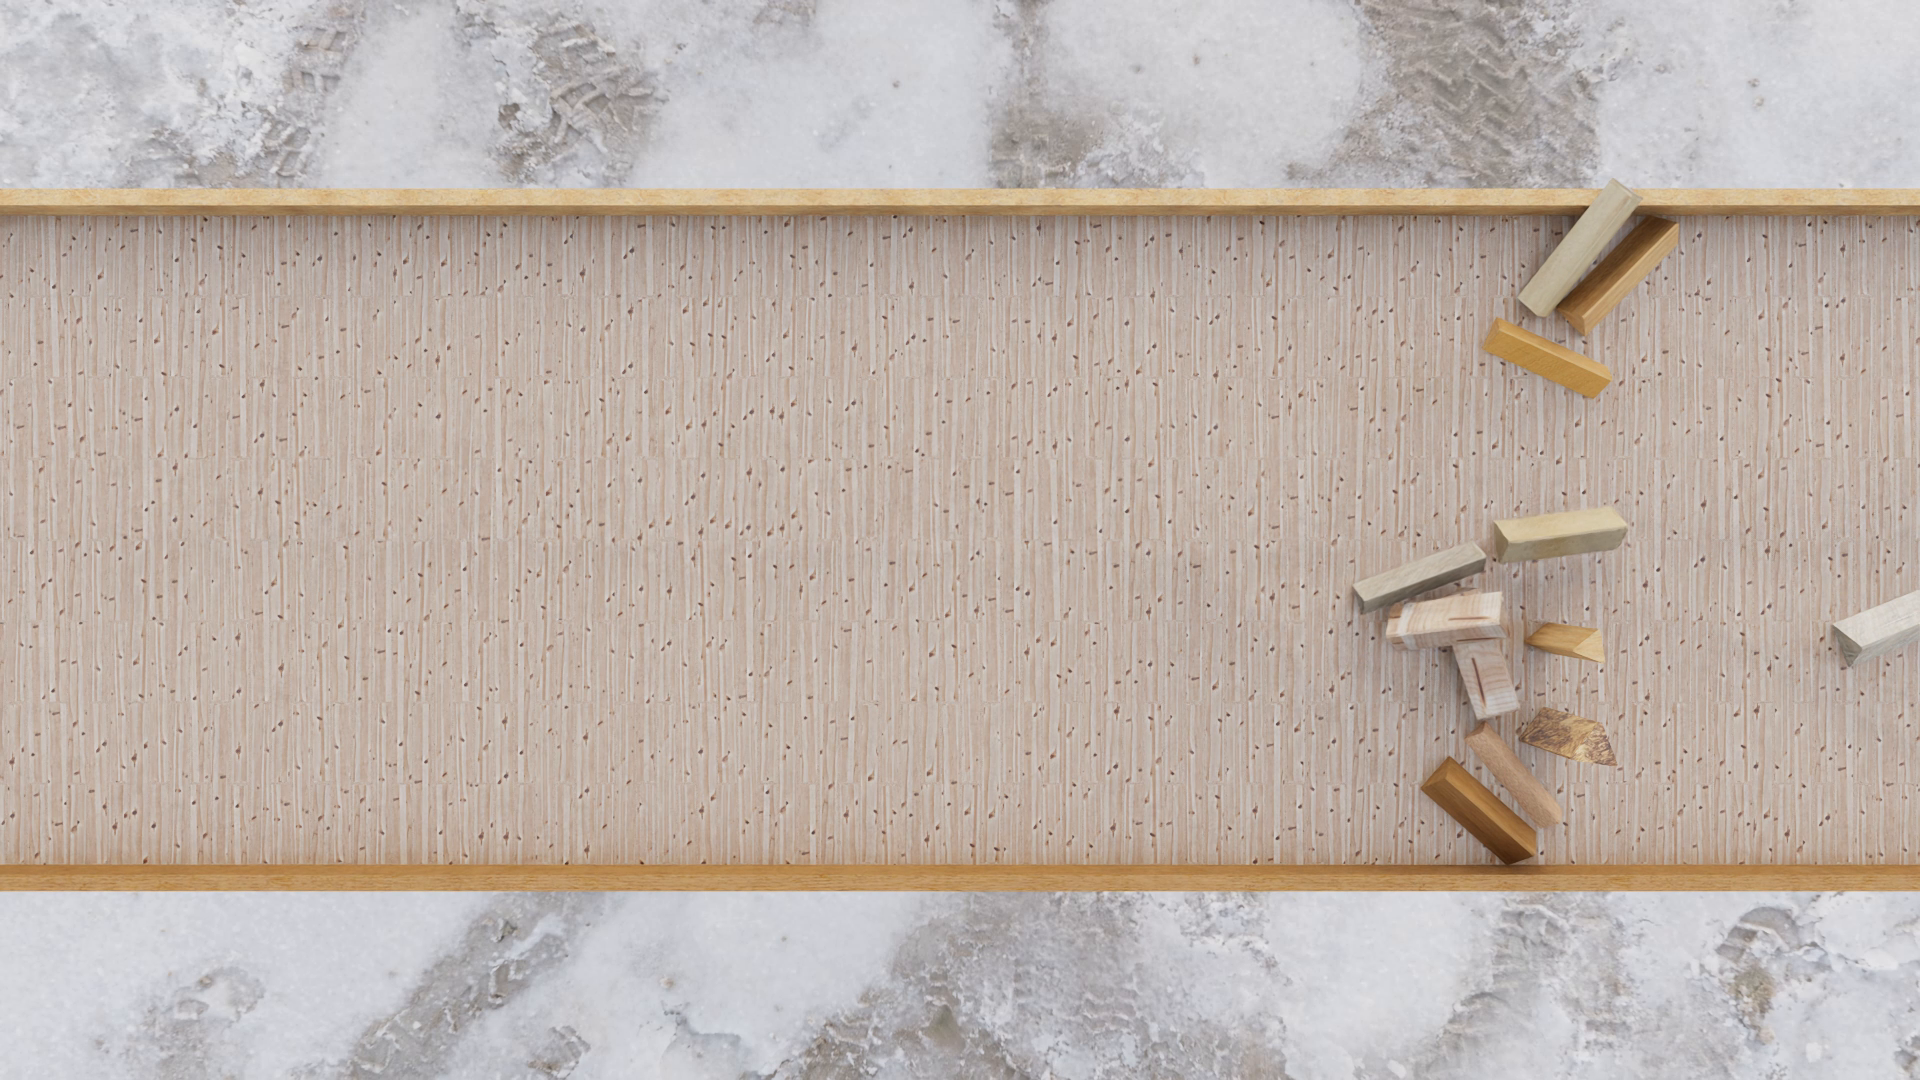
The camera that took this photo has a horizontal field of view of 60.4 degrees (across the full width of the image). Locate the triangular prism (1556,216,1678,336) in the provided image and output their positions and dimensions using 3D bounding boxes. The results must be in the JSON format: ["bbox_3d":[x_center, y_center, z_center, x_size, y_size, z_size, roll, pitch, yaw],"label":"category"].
[{"bbox_3d":[2.019,-0.812,5.019,0.403,0.108,0.125,-45,90,0],"label":"triangular prism"}]

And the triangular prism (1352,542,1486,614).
[{"bbox_3d":[1.407,0.116,5.032,0.397,0.085,0.098,-20,90,0],"label":"triangular prism"}]

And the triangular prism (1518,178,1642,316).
[{"bbox_3d":[1.861,-0.861,4.935,0.112,0.097,0.436,32,115,-5],"label":"triangular prism"}]

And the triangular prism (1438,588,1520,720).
[{"bbox_3d":[1.588,0.337,4.992,0.132,0.114,0.387,-19,90,-32],"label":"triangular prism"}]

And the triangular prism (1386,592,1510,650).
[{"bbox_3d":[1.455,0.256,4.936,0.334,0.123,0.142,-10,94,28],"label":"triangular prism"}]

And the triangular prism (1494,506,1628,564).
[{"bbox_3d":[1.831,-0.015,5.017,0.365,0.113,0.130,-7,90,0],"label":"triangular prism"}]

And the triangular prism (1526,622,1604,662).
[{"bbox_3d":[1.797,0.292,4.875,0.097,0.404,0.084,21,90,0],"label":"triangular prism"}]

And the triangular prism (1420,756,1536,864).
[{"bbox_3d":[1.594,0.831,5.015,0.355,0.116,0.134,41,90,0],"label":"triangular prism"}]

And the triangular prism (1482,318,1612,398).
[{"bbox_3d":[1.799,-0.560,5.027,0.375,0.093,0.107,24,90,0],"label":"triangular prism"}]

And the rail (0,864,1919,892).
[{"bbox_3d":[-2.247,1.025,5.001,12.000,0.150,0.050,0,90,0],"label":"rail"}]

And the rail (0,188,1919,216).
[{"bbox_3d":[-2.247,-1.025,5.002,12.000,0.150,0.050,0,90,0],"label":"rail"}]

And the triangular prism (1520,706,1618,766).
[{"bbox_3d":[1.792,0.569,4.857,0.132,0.439,0.114,9,90,0],"label":"triangular prism"}]

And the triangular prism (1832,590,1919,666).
[{"bbox_3d":[2.853,0.267,5.012,0.313,0.123,0.142,-22,90,0],"label":"triangular prism"}]
